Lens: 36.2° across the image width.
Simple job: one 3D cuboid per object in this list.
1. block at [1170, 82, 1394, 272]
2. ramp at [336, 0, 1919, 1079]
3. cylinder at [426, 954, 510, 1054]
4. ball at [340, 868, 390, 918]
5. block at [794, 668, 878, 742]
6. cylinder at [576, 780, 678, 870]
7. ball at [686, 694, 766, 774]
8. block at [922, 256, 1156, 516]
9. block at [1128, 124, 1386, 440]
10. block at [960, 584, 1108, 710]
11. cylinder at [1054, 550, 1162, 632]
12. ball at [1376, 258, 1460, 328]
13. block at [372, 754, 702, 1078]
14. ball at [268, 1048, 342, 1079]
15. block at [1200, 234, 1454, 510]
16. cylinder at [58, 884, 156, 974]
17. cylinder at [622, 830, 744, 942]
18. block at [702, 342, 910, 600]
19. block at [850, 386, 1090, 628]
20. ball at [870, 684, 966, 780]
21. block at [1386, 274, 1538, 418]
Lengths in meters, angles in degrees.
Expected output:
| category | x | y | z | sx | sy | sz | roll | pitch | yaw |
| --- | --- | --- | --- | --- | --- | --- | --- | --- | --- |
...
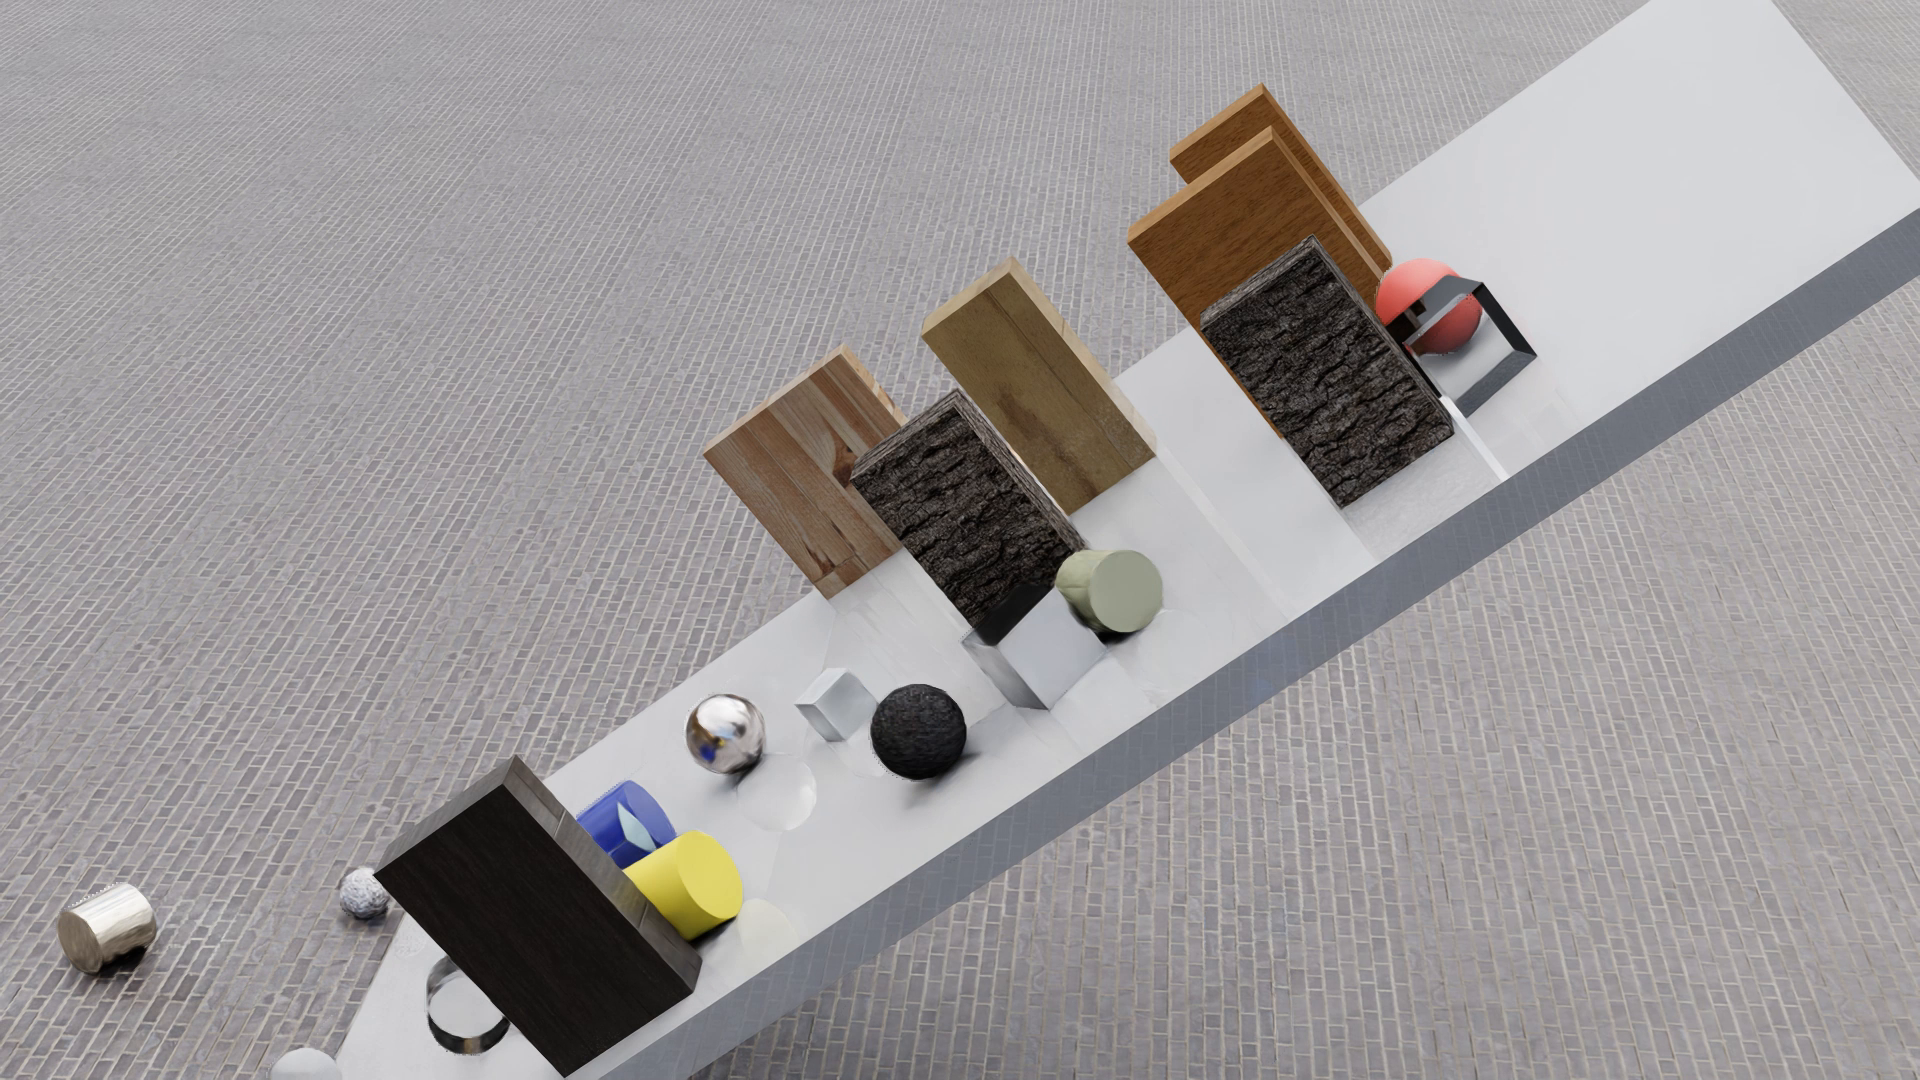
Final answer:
| category | x | y | z | sx | sy | sz | roll | pitch | yaw |
| --- | --- | --- | --- | --- | --- | --- | --- | --- | --- |
| block | 0.701 | -0.726 | 6.422 | 0.248 | 0.483 | 0.097 | -35 | 16 | 17 |
| ramp | 0.126 | 0.181 | 6.329 | 4.000 | 0.100 | 2.000 | -35 | 16 | 17 |
| cylinder | -1.053 | 0.988 | 6.299 | 0.176 | 0.176 | 0.176 | -5 | 12 | -11 |
| ball | -1.552 | 0.922 | 7.683 | 0.129 | 0.129 | 0.129 | 0 | 23 | 0 |
| block | -0.266 | 0.356 | 6.355 | 0.112 | 0.112 | 0.112 | -46 | 17 | -21 |
| cylinder | -0.754 | 0.662 | 6.490 | 0.188 | 0.188 | 0.188 | -37 | 22 | 9 |
| ball | -0.526 | 0.436 | 6.601 | 0.182 | 0.182 | 0.182 | 0 | 23 | 0 |
| block | 0.177 | -0.338 | 6.477 | 0.243 | 0.527 | 0.126 | -35 | 16 | 17 |
| block | 0.636 | -0.515 | 5.919 | 0.355 | 0.521 | 0.106 | -35 | 16 | 17 |
| block | 0.143 | 0.207 | 5.713 | 0.170 | 0.170 | 0.170 | -45 | 16 | -17 |
| cylinder | 0.287 | 0.097 | 5.706 | 0.158 | 0.158 | 0.158 | -10 | 4 | -23 |
| ball | 0.909 | -0.463 | 5.780 | 0.181 | 0.181 | 0.181 | 0 | 23 | 0 |
| block | -0.817 | 0.736 | 5.728 | 0.338 | 0.564 | 0.122 | -35 | 16 | 17 |
| ball | -1.474 | 1.228 | 6.621 | 0.168 | 0.168 | 0.168 | 0 | 23 | 0 |
| block | 0.675 | -0.307 | 5.409 | 0.254 | 0.438 | 0.103 | -35 | 16 | 17 |
| cylinder | -2.167 | 0.987 | 7.473 | 0.173 | 0.173 | 0.173 | 16 | 28 | 33 |
| cylinder | -0.574 | 0.714 | 5.919 | 0.194 | 0.194 | 0.194 | -32 | 10 | 26 |
| block | -0.304 | -0.163 | 7.183 | 0.436 | 0.483 | 0.081 | -35 | 16 | 17 |
| block | 0.051 | -0.015 | 5.874 | 0.262 | 0.526 | 0.114 | -35 | 16 | 17 |
| ball | -0.081 | 0.374 | 5.737 | 0.187 | 0.187 | 0.187 | 0 | 23 | 0 |
| block | 0.923 | -0.361 | 5.473 | 0.179 | 0.179 | 0.179 | -41 | 16 | -3 |
